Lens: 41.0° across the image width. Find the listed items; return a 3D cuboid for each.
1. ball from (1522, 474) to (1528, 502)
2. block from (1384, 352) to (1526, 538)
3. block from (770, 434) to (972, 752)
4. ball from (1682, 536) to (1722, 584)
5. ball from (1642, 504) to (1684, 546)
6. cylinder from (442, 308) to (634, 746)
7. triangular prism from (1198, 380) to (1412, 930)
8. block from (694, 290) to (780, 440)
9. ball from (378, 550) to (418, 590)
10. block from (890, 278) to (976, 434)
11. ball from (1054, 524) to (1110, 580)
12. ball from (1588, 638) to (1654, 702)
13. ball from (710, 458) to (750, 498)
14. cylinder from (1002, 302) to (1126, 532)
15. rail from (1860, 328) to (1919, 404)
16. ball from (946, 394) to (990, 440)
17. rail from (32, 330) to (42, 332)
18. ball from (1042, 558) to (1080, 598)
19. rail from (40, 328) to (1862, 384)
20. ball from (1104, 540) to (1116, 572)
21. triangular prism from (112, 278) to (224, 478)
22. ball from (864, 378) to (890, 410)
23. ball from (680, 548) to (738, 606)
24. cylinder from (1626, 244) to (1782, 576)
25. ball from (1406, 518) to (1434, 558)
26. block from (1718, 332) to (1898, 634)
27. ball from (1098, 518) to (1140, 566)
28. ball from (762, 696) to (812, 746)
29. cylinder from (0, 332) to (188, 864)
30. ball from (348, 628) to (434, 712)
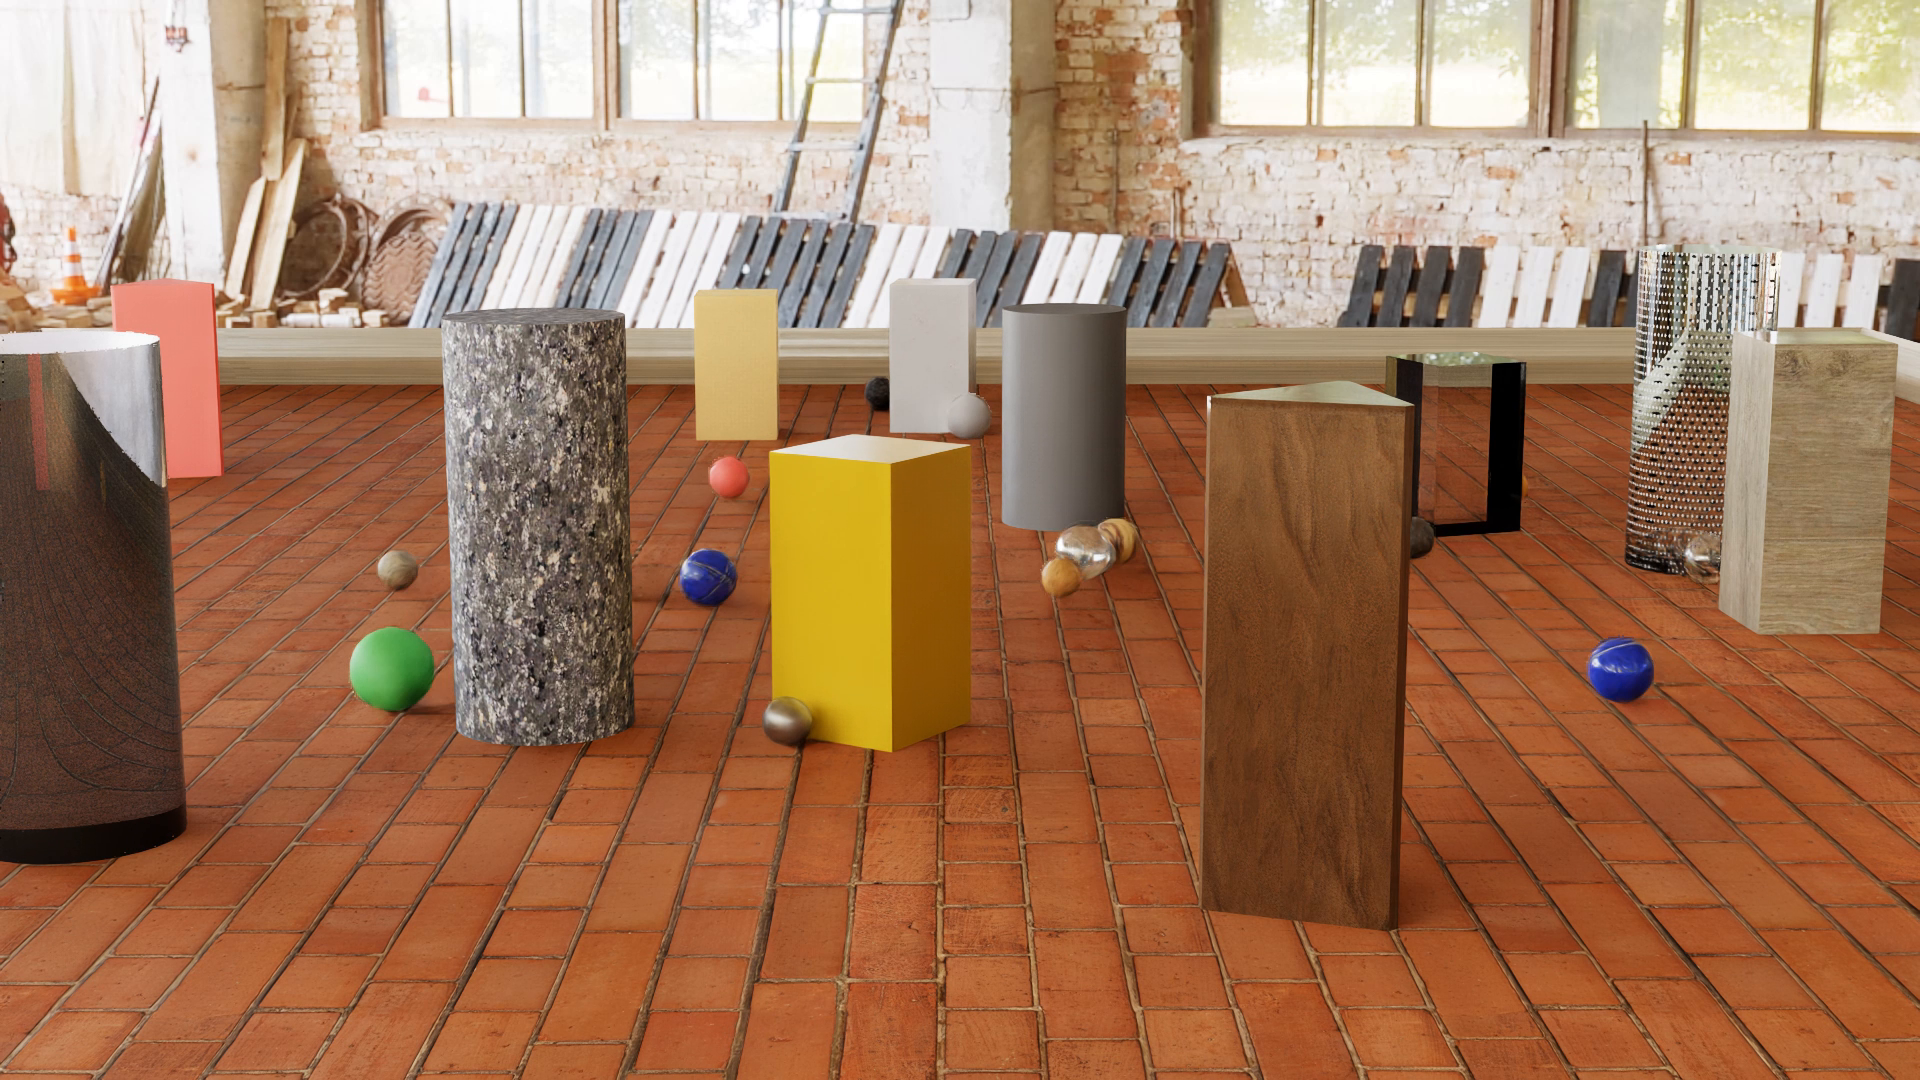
[{"bbox_3d":[0.914,-0.087,4.279,0.065,0.065,0.065,0,10,0],"label":"ball"},{"bbox_3d":[0.785,-0.155,4.085,0.159,0.269,0.159,-4,11,-21],"label":"block"},{"bbox_3d":[-0.097,0.054,2.835,0.159,0.314,0.159,7,12,32],"label":"block"},{"bbox_3d":[1.064,0.028,3.649,0.069,0.069,0.069,0,10,0],"label":"ball"},{"bbox_3d":[1.080,-0.023,3.939,0.063,0.063,0.063,0,10,0],"label":"ball"},{"bbox_3d":[-0.465,-0.020,2.837,0.198,0.457,0.198,0,10,0],"label":"cylinder"},{"bbox_3d":[0.315,0.093,2.245,0.172,0.451,0.149,4,11,20],"label":"triangular prism"},{"bbox_3d":[-0.442,-0.350,5.103,0.159,0.283,0.159,0,10,-2],"label":"block"},{"bbox_3d":[-0.791,0.042,3.607,0.056,0.056,0.056,0,10,0],"label":"ball"},{"bbox_3d":[-0.054,-0.375,5.197,0.159,0.297,0.159,1,11,6],"label":"block"},{"bbox_3d":[0.175,0.017,3.669,0.080,0.080,0.080,0,10,0],"label":"ball"},{"bbox_3d":[0.765,0.150,2.969,0.075,0.075,0.075,0,10,0],"label":"ball"},{"bbox_3d":[-0.394,-0.107,4.377,0.069,0.069,0.069,0,10,0],"label":"ball"},{"bbox_3d":[0.167,-0.200,4.125,0.198,0.344,0.198,0,10,0],"label":"cylinder"},{"bbox_3d":[2.078,0.031,3.461,0.045,0.129,5.039,0,10,0],"label":"rail"},{"bbox_3d":[0.014,-0.243,5.059,0.088,0.088,0.088,0,10,0],"label":"ball"},{"bbox_3d":[-2.078,0.035,3.437,0.045,0.129,5.039,0,10,0],"label":"rail"},{"bbox_3d":[0.140,0.053,3.553,0.054,0.054,0.054,0,10,0],"label":"ball"},{"bbox_3d":[-0.014,-0.421,5.903,4.203,0.129,0.045,0,10,0],"label":"rail"},{"bbox_3d":[0.201,0.022,3.728,0.051,0.051,0.051,0,10,0],"label":"ball"},{"bbox_3d":[-1.428,-0.295,4.634,0.172,0.344,0.149,-3,11,-15],"label":"triangular prism"},{"bbox_3d":[-0.171,-0.313,5.494,0.068,0.068,0.068,0,10,0],"label":"ball"},{"bbox_3d":[-0.343,0.051,3.500,0.078,0.078,0.078,0,10,0],"label":"ball"},{"bbox_3d":[1.086,-0.193,3.755,0.198,0.464,0.198,0,10,0],"label":"cylinder"},{"bbox_3d":[0.679,-0.003,3.837,0.061,0.061,0.061,0,10,0],"label":"ball"},{"bbox_3d":[1.111,-0.078,3.371,0.159,0.377,0.159,0,10,-2],"label":"block"},{"bbox_3d":[0.230,0.002,3.782,0.070,0.070,0.070,0,10,0],"label":"ball"},{"bbox_3d":[-0.187,0.197,2.779,0.053,0.053,0.053,0,10,0],"label":"ball"},{"bbox_3d":[-0.846,0.049,2.423,0.198,0.473,0.198,0,10,0],"label":"cylinder"},{"bbox_3d":[-0.648,0.147,2.928,0.096,0.096,0.096,0,10,0],"label":"ball"}]
